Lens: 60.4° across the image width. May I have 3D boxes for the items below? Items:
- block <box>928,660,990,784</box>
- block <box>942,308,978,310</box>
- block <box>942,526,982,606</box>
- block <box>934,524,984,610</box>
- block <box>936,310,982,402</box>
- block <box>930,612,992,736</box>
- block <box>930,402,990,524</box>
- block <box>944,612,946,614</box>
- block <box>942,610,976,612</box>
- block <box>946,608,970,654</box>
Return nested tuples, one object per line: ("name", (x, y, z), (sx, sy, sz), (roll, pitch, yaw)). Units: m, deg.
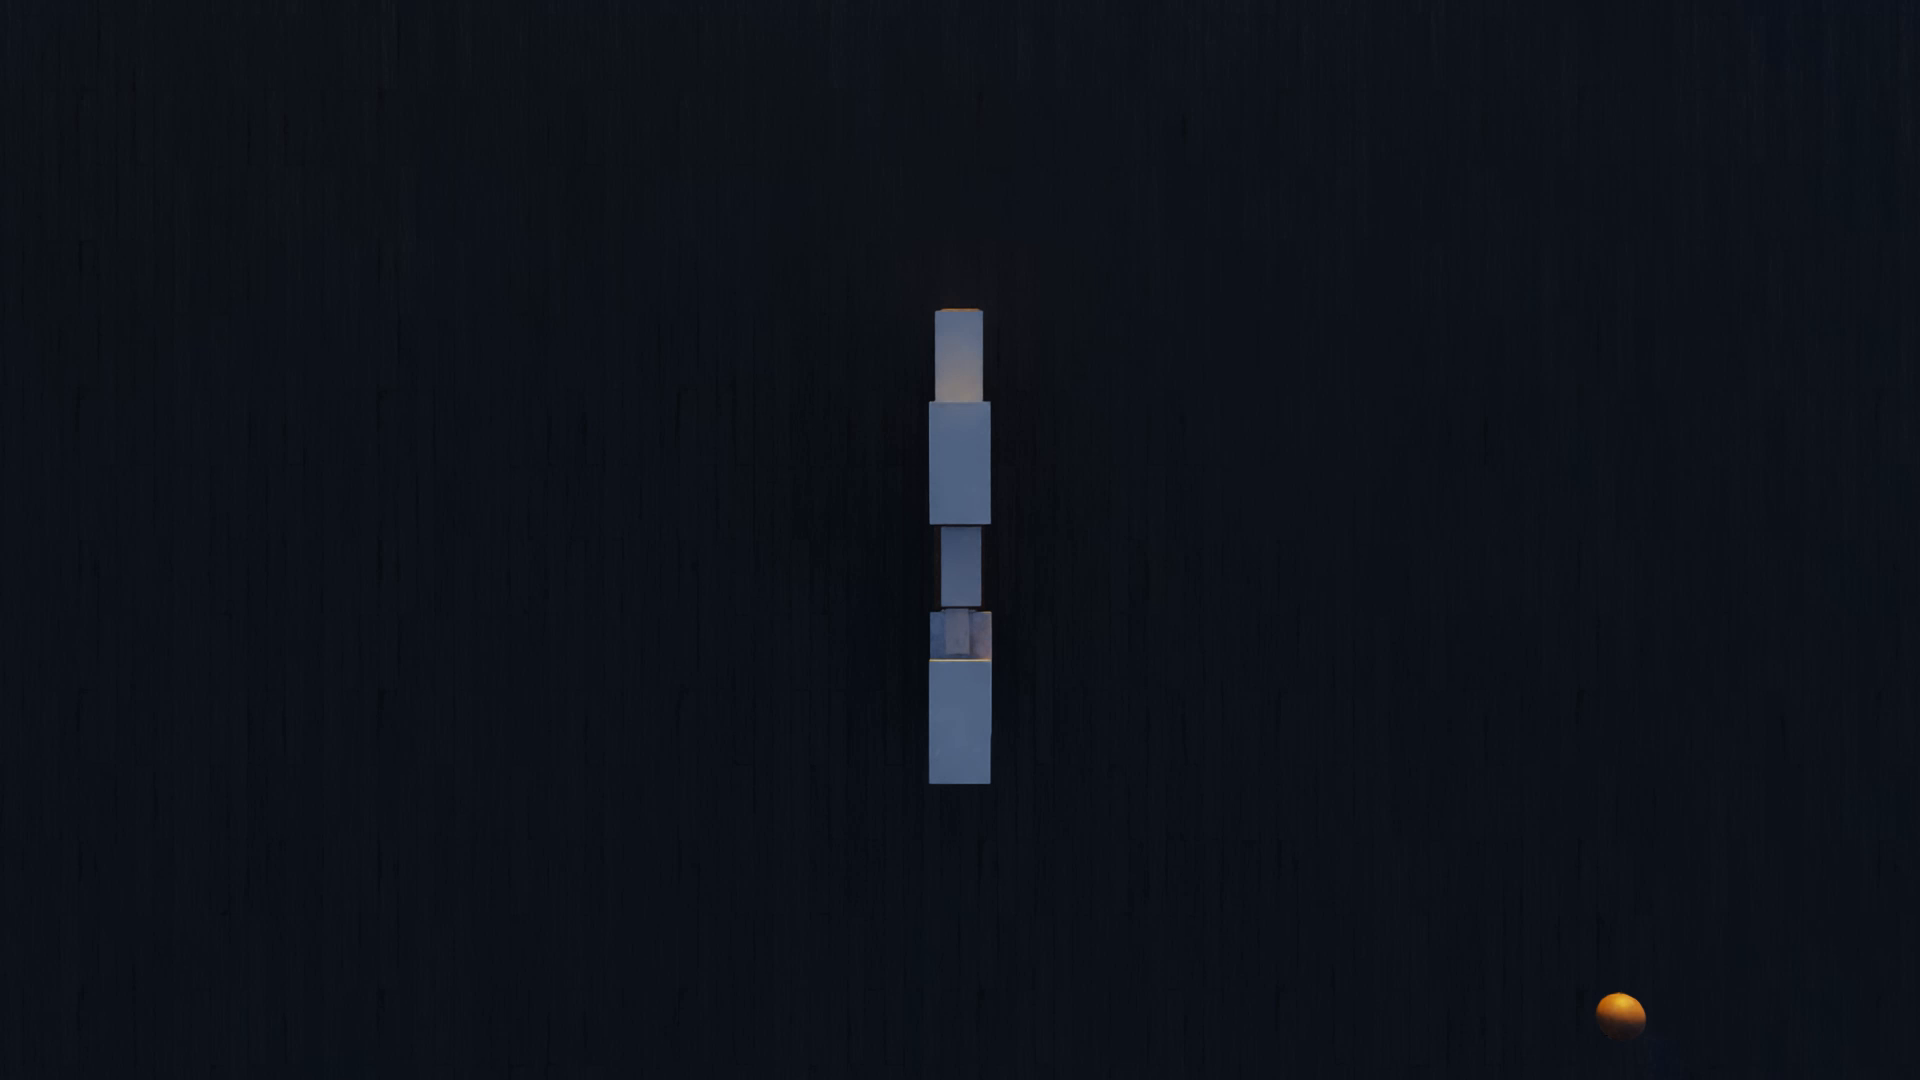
("block", (0.000, 0.490, 4.449), (0.165, 0.047, 0.330), (0, 90, 0))
("block", (0.001, -0.593, 5.043), (0.113, 0.032, 0.226), (0, 90, 0))
("block", (0.003, 0.074, 4.636), (0.112, 0.032, 0.223), (0, 90, 0))
("block", (-0.001, 0.058, 4.896), (0.148, 0.042, 0.295), (0, 90, 0))
("block", (-0.003, -0.519, 4.735), (0.136, 0.039, 0.273), (0, 90, 0))
("block", (0.004, 0.389, 4.829), (0.179, 0.051, 0.358), (0, 90, 0))
("block", (0.000, -0.210, 4.517), (0.167, 0.047, 0.335), (0, 90, 0))
("block", (-0.009, 0.213, 4.738), (0.064, 0.129, 0.018), (-2, 90, 1))
("block", (-0.003, 0.231, 5.261), (0.112, 0.032, 0.223), (0, 90, 0))
("block", (-0.007, 0.257, 4.665), (0.064, 0.018, 0.129), (-1, 90, 1))
